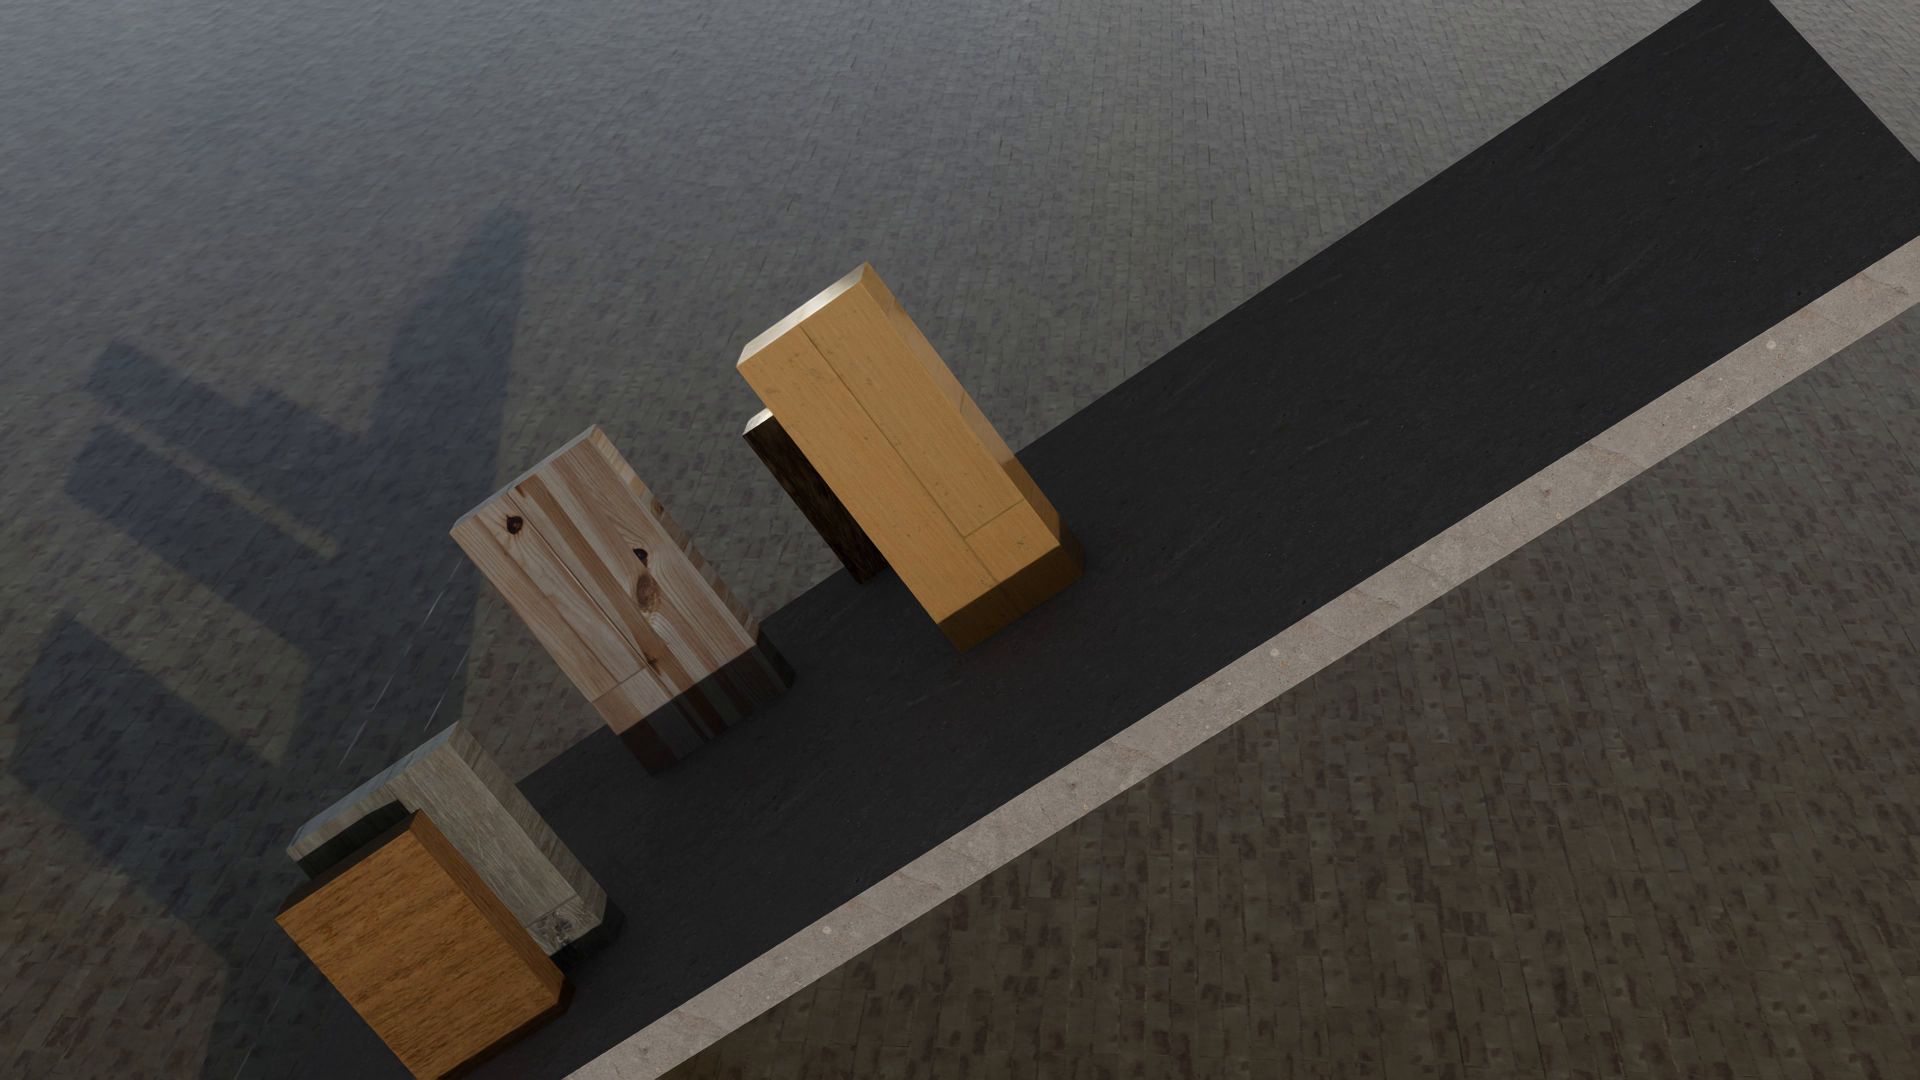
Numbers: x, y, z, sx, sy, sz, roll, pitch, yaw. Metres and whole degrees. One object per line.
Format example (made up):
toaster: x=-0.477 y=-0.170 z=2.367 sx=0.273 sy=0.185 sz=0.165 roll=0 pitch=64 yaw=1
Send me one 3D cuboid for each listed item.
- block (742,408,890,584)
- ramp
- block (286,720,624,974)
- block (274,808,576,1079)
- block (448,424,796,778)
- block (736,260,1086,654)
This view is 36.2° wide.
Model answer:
block: x=-0.279 y=-0.156 z=7.110 sx=0.247 sy=0.469 sz=0.113 roll=-33 pitch=16 yaw=16
ramp: x=0.133 y=0.176 z=6.313 sx=4.000 sy=0.100 sz=2.000 roll=-33 pitch=16 yaw=16
block: x=-1.051 y=0.718 z=6.149 sx=0.443 sy=0.554 sz=0.104 roll=-33 pitch=16 yaw=16
block: x=-1.082 y=0.840 z=5.968 sx=0.357 sy=0.500 sz=0.096 roll=-33 pitch=16 yaw=16
block: x=-0.777 y=0.147 z=6.809 sx=0.415 sy=0.754 sz=0.084 roll=-33 pitch=16 yaw=16
block: x=-0.095 y=-0.167 z=6.145 sx=0.319 sy=0.781 sz=0.145 roll=-33 pitch=16 yaw=16
